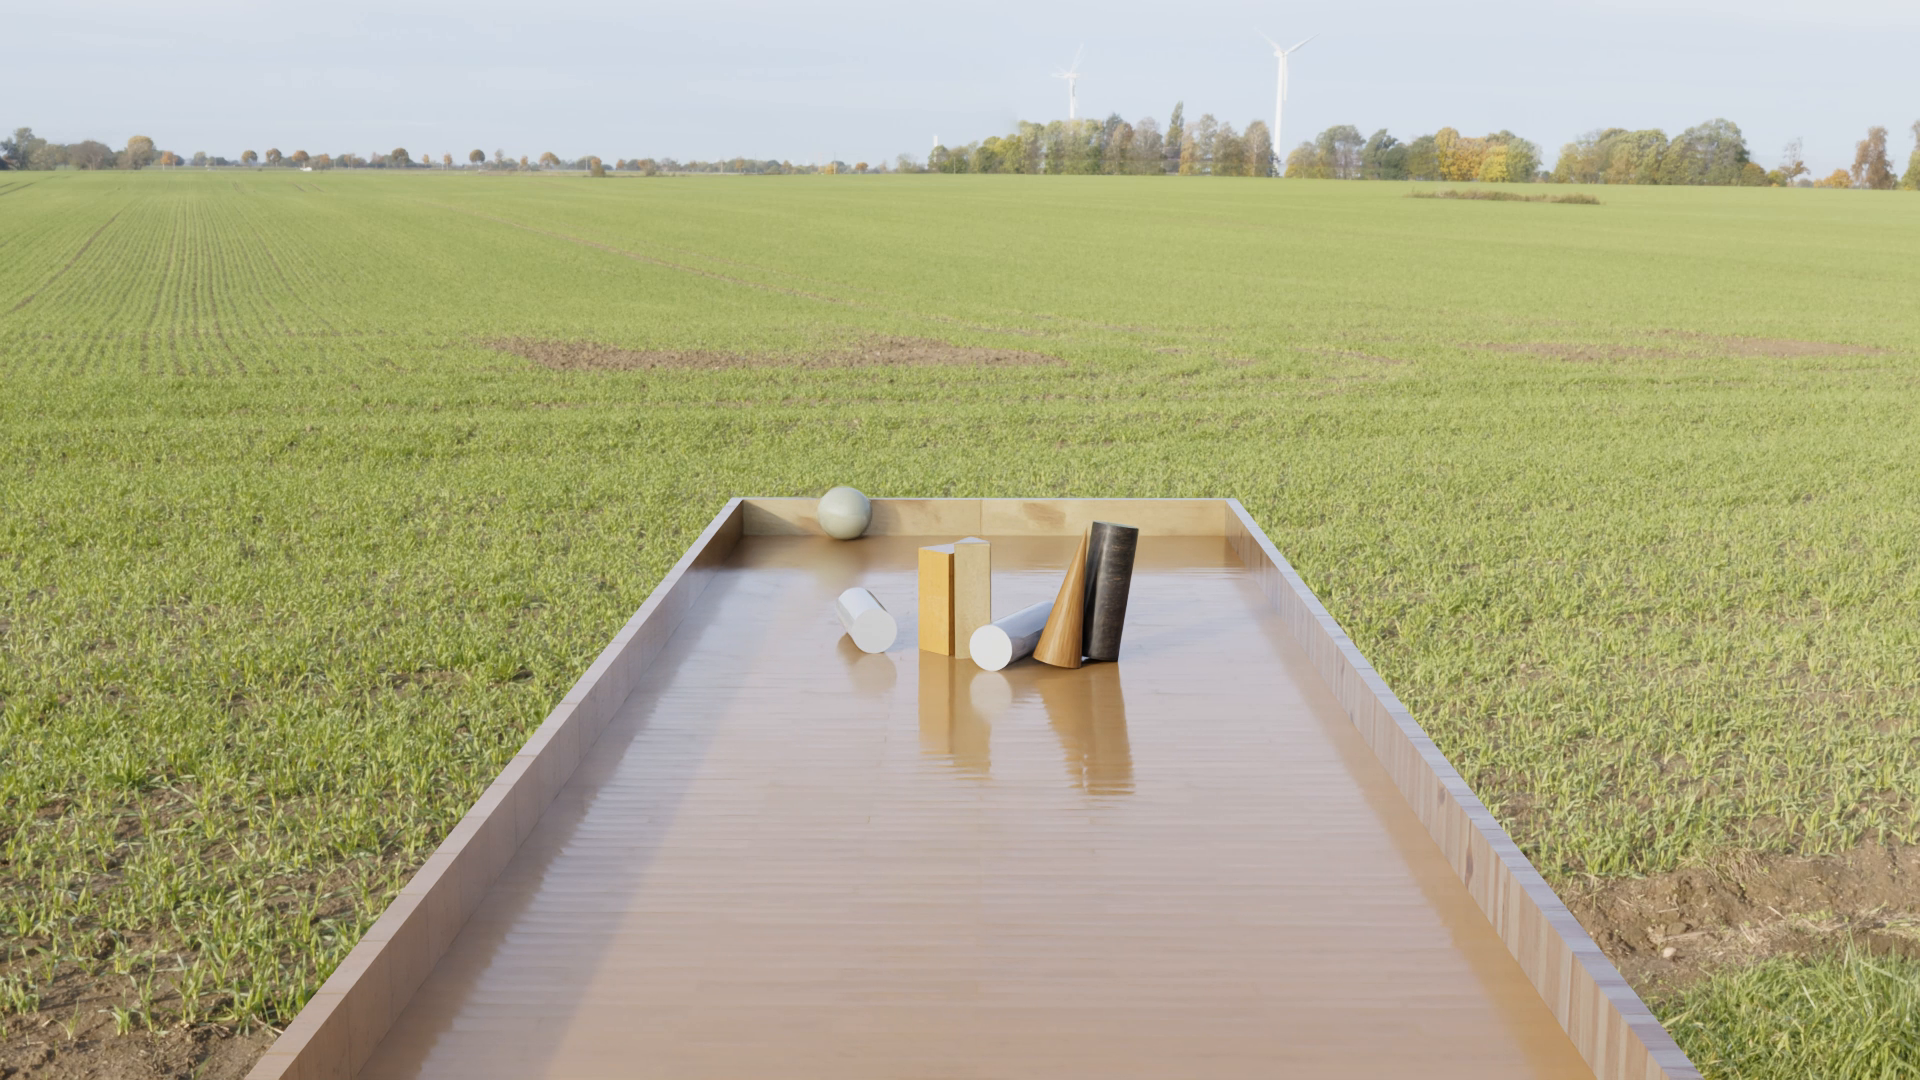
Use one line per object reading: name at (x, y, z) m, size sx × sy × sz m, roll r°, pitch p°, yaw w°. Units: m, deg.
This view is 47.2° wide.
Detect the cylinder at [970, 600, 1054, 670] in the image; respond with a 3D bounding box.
cylinder at (0.181, 0.291, 6.734) m, size 0.139 × 0.139 × 0.430 m, roll 4°, pitch 10°, yaw 24°

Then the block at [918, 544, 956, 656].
block at (-0.027, 0.183, 6.834) m, size 0.144 × 0.319 × 0.144 m, roll -8°, pitch 12°, yaw -40°

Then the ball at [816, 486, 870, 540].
ball at (-0.475, -0.109, 8.995) m, size 0.221 × 0.221 × 0.221 m, roll 0°, pitch 9°, yaw 0°

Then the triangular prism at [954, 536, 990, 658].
triangular prism at (0.037, 0.176, 6.733) m, size 0.109 × 0.360 × 0.094 m, roll -1°, pitch 12°, yaw -3°

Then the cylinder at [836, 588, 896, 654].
cylinder at (-0.300, 0.252, 6.969) m, size 0.141 × 0.141 × 0.376 m, roll -2°, pitch 9°, yaw -11°

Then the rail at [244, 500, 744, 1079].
rail at (-1.004, 0.839, 3.234) m, size 0.050 × 0.150 × 12.000 m, roll 0°, pitch 9°, yaw 1°

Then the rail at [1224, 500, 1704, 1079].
rail at (1.046, 0.843, 3.208) m, size 0.050 × 0.150 × 12.000 m, roll 0°, pitch 9°, yaw 1°

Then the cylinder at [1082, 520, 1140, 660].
cylinder at (0.442, 0.154, 6.683) m, size 0.143 × 0.406 × 0.143 m, roll 9°, pitch 4°, yaw -1°

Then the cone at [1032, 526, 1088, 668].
cone at (0.336, 0.160, 6.584) m, size 0.151 × 0.422 × 0.151 m, roll 12°, pitch 7°, yaw -2°

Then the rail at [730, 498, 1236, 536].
rail at (0.099, -0.098, 9.147) m, size 2.100 × 0.150 × 0.050 m, roll 0°, pitch 9°, yaw 1°
